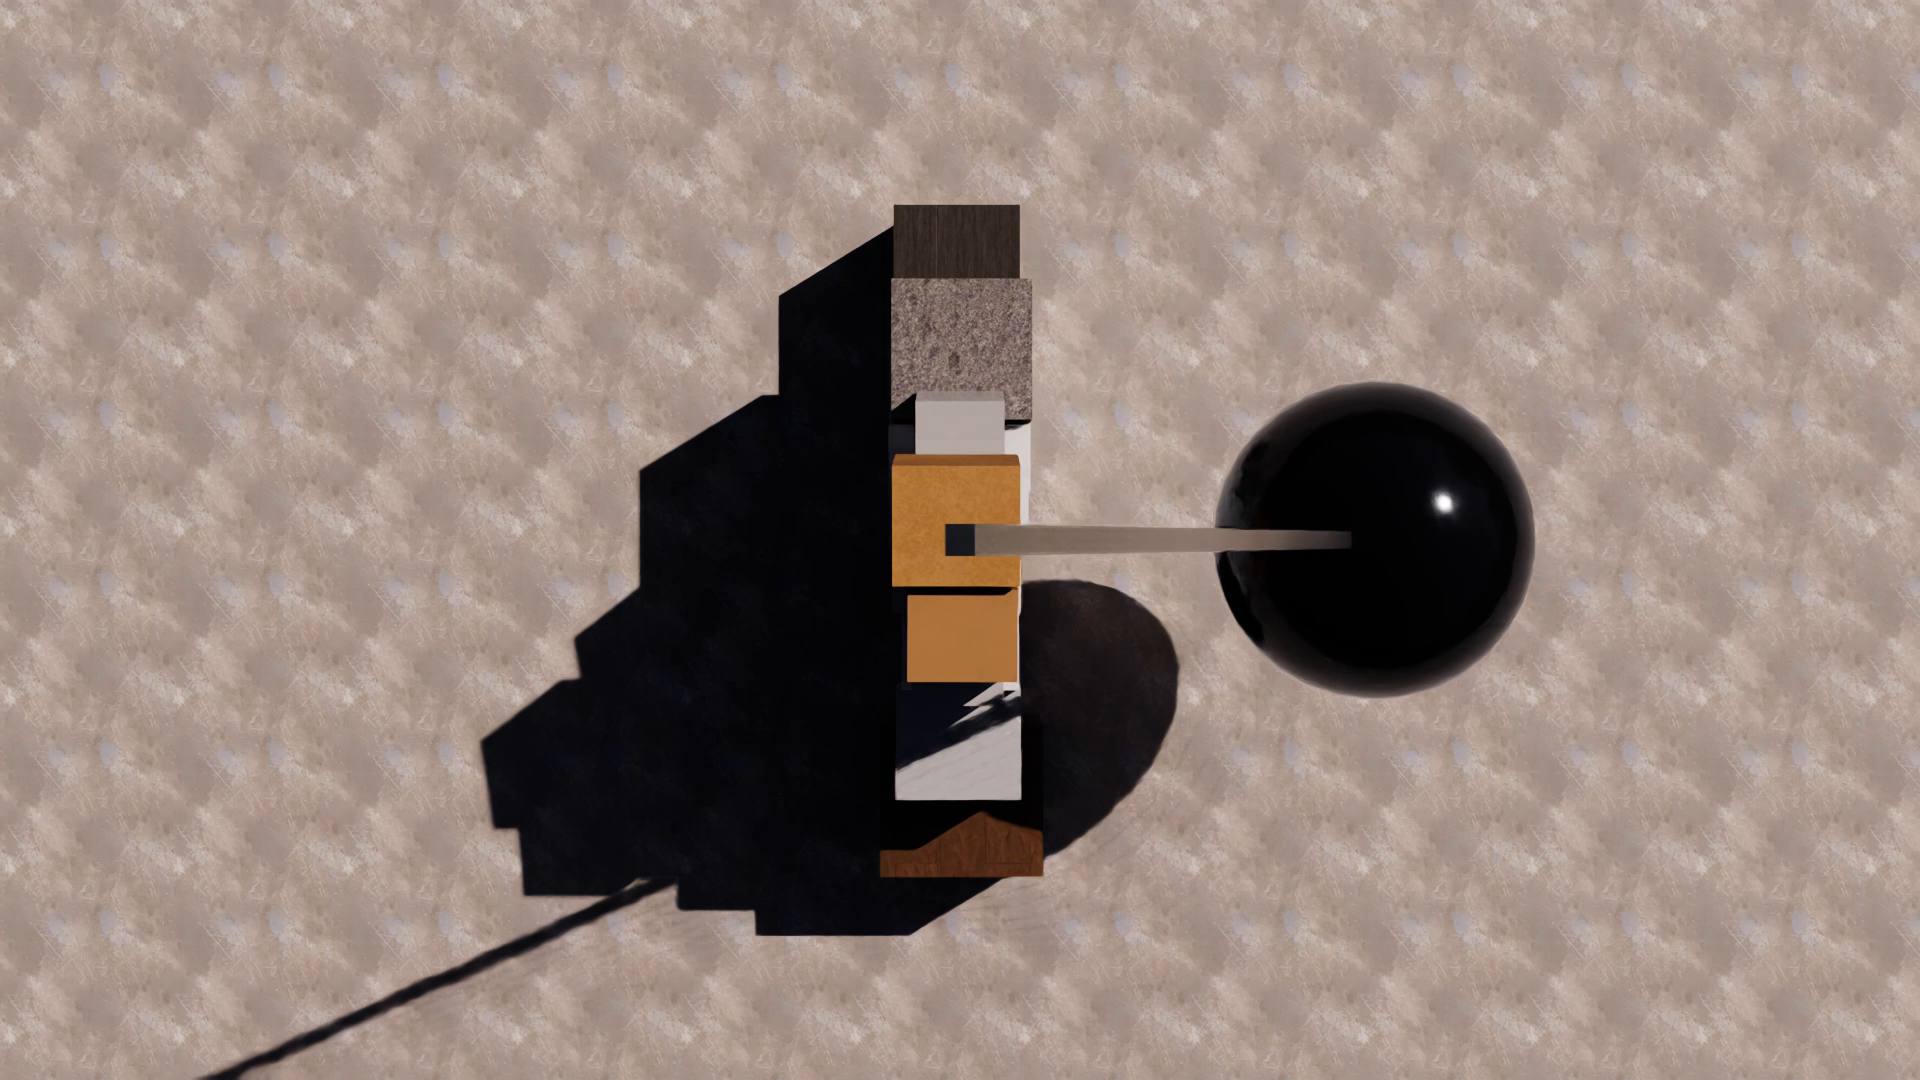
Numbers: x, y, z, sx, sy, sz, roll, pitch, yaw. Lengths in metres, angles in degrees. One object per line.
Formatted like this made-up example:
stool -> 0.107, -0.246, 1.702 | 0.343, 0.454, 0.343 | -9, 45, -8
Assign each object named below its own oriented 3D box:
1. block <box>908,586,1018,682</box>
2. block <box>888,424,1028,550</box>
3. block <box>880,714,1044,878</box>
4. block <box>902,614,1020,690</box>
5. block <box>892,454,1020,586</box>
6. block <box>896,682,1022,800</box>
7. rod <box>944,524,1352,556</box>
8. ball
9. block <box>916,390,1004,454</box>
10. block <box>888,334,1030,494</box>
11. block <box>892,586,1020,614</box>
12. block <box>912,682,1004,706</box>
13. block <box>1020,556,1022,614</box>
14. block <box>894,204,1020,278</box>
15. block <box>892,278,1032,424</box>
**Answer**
block -> 0.013, 0.443, 10.805 | 0.531, 0.429, 0.450 | 0, 95, 0
block -> -0.008, -0.280, 11.839 | 0.732, 0.650, 0.664 | 0, 91, 0
block -> 0.010, 1.452, 12.608 | 0.906, 0.785, 0.843 | 0, 90, 0
block -> 0.001, 0.424, 11.894 | 0.617, 0.718, 0.702 | 0, 93, 0
block -> -0.018, -0.102, 10.709 | 0.609, 0.511, 0.579 | 0, 98, 0
block -> -0.007, 1.081, 11.923 | 0.663, 0.584, 0.589 | 0, 90, 0
rod -> 0.899, 0.000, 7.869 | 0.080, 5.200, 0.080 | 0, 90, 20
ball -> 2.074, 0.000, 11.060 | 1.600, 1.600, 1.600 | 0, 90, 0
block -> 0.000, -0.523, 11.169 | 0.441, 0.523, 0.417 | 0, 99, 0
block -> -0.002, -0.702, 12.582 | 0.783, 0.835, 0.882 | 0, 90, 0
block -> -0.018, 0.031, 11.258 | 0.645, 0.518, 0.649 | 0, 93, 0
block -> -0.012, 0.593, 11.289 | 0.463, 0.506, 0.458 | 0, 93, 0
block -> 0.004, 0.079, 12.627 | 0.684, 0.747, 0.660 | 0, 90, 0
block -> -0.018, -1.513, 12.639 | 0.706, 0.721, 0.720 | 0, 90, 0
block -> 0.010, -0.992, 11.790 | 0.732, 0.748, 0.731 | 0, 90, 0
